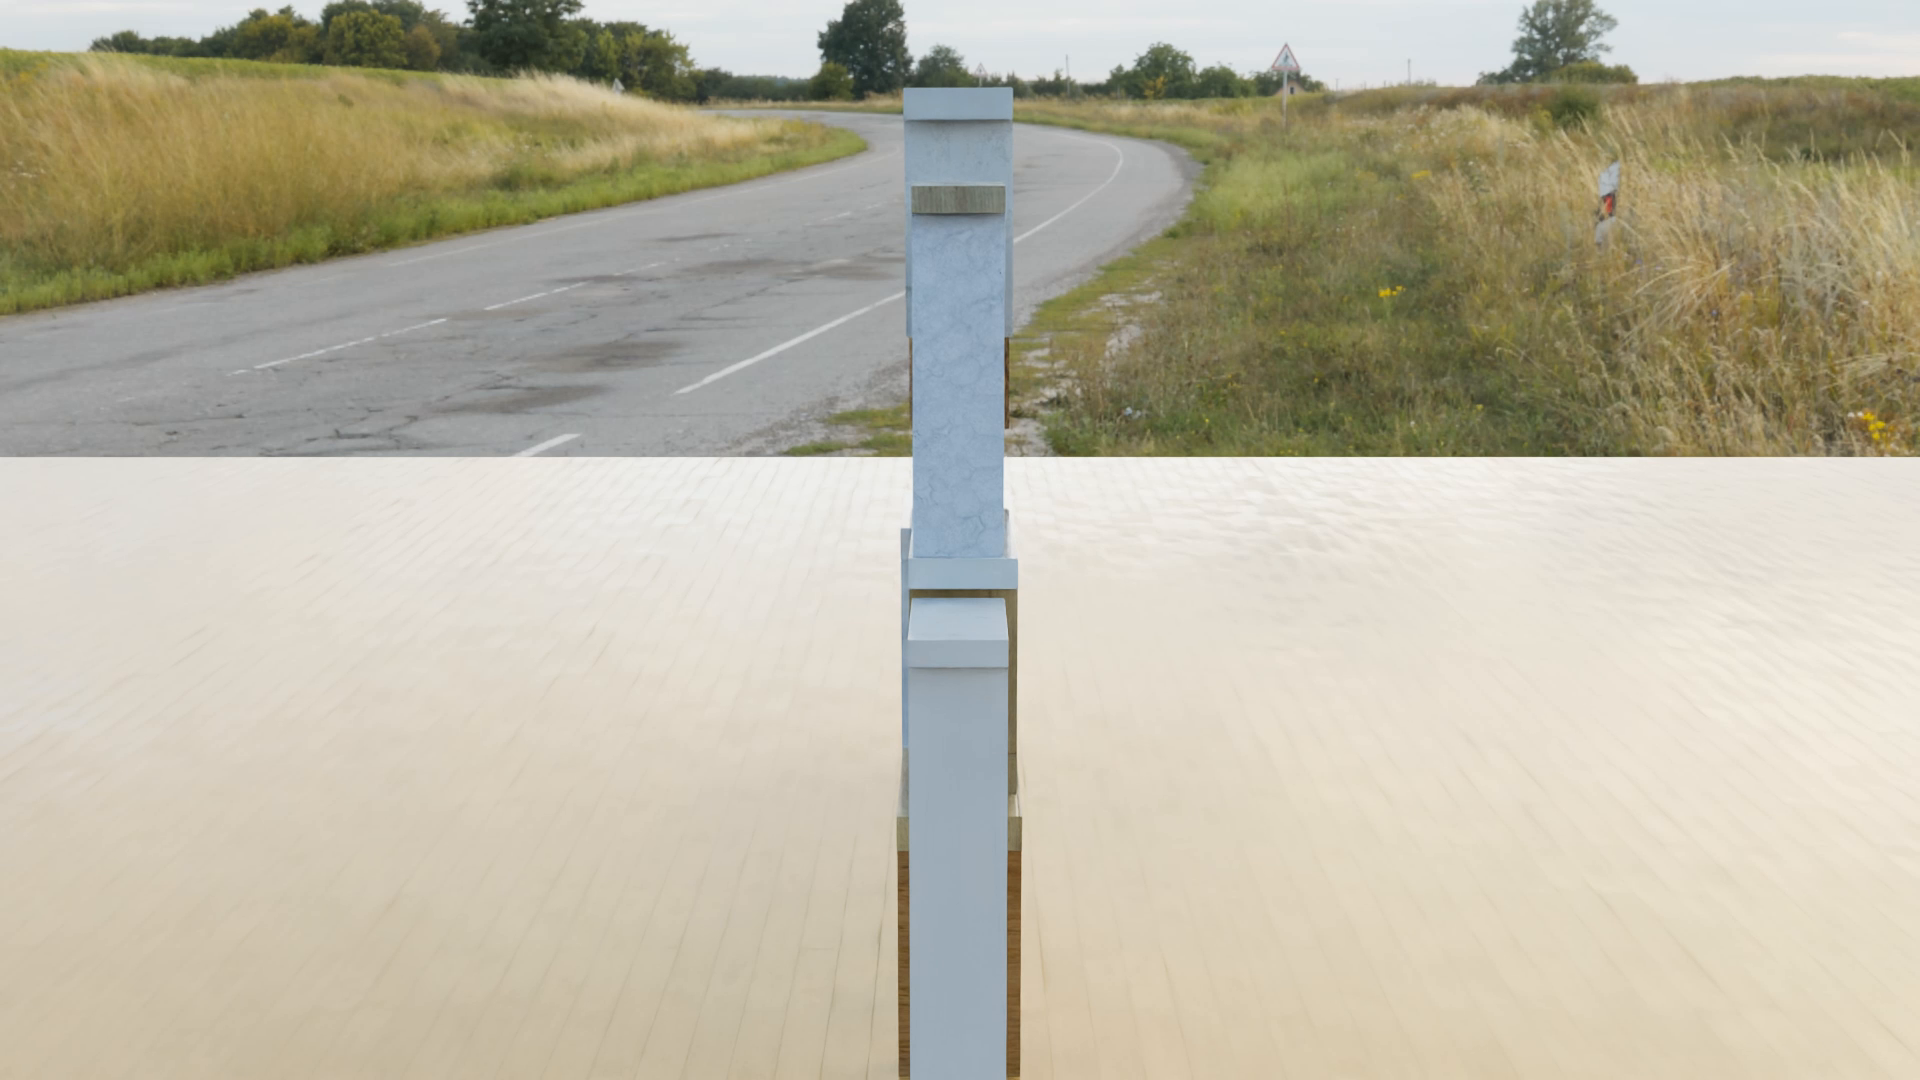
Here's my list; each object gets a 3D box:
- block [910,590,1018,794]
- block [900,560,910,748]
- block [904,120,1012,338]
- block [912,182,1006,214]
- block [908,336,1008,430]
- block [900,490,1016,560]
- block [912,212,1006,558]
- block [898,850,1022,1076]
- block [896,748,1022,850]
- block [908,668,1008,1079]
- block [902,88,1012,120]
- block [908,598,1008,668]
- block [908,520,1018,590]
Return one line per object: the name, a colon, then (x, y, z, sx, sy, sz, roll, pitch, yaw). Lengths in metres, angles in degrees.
block: (0.005, 0.197, 2.953, 0.144, 0.287, 0.041, 0, 11, 0)
block: (-0.004, 0.193, 3.479, 0.177, 0.354, 0.050, 0, 10, 0)
block: (-0.002, -0.517, 3.652, 0.178, 0.356, 0.050, 0, 10, 0)
block: (-0.005, -0.451, 2.889, 0.119, 0.034, 0.238, 0, 11, -1)
block: (-0.003, -0.469, 3.903, 0.178, 0.540, 0.050, 0, 10, 0)
block: (-0.004, -0.027, 3.559, 0.177, 0.050, 0.354, 0, 11, 0)
block: (-0.002, -0.200, 2.854, 0.119, 0.447, 0.034, 0, 10, -1)
block: (-0.001, 0.557, 2.952, 0.164, 0.328, 0.046, 0, 11, 0)
block: (-0.001, 0.353, 3.025, 0.164, 0.046, 0.328, 0, 11, 0)
block: (-0.002, 0.449, 2.741, 0.121, 0.616, 0.034, 0, 11, 0)
block: (-0.004, -0.739, 3.736, 0.178, 0.050, 0.355, 0, 10, 0)
block: (-0.002, 0.115, 2.761, 0.121, 0.034, 0.242, 0, 11, 0)
block: (0.004, 0.018, 3.017, 0.144, 0.041, 0.287, 0, 11, 0)
